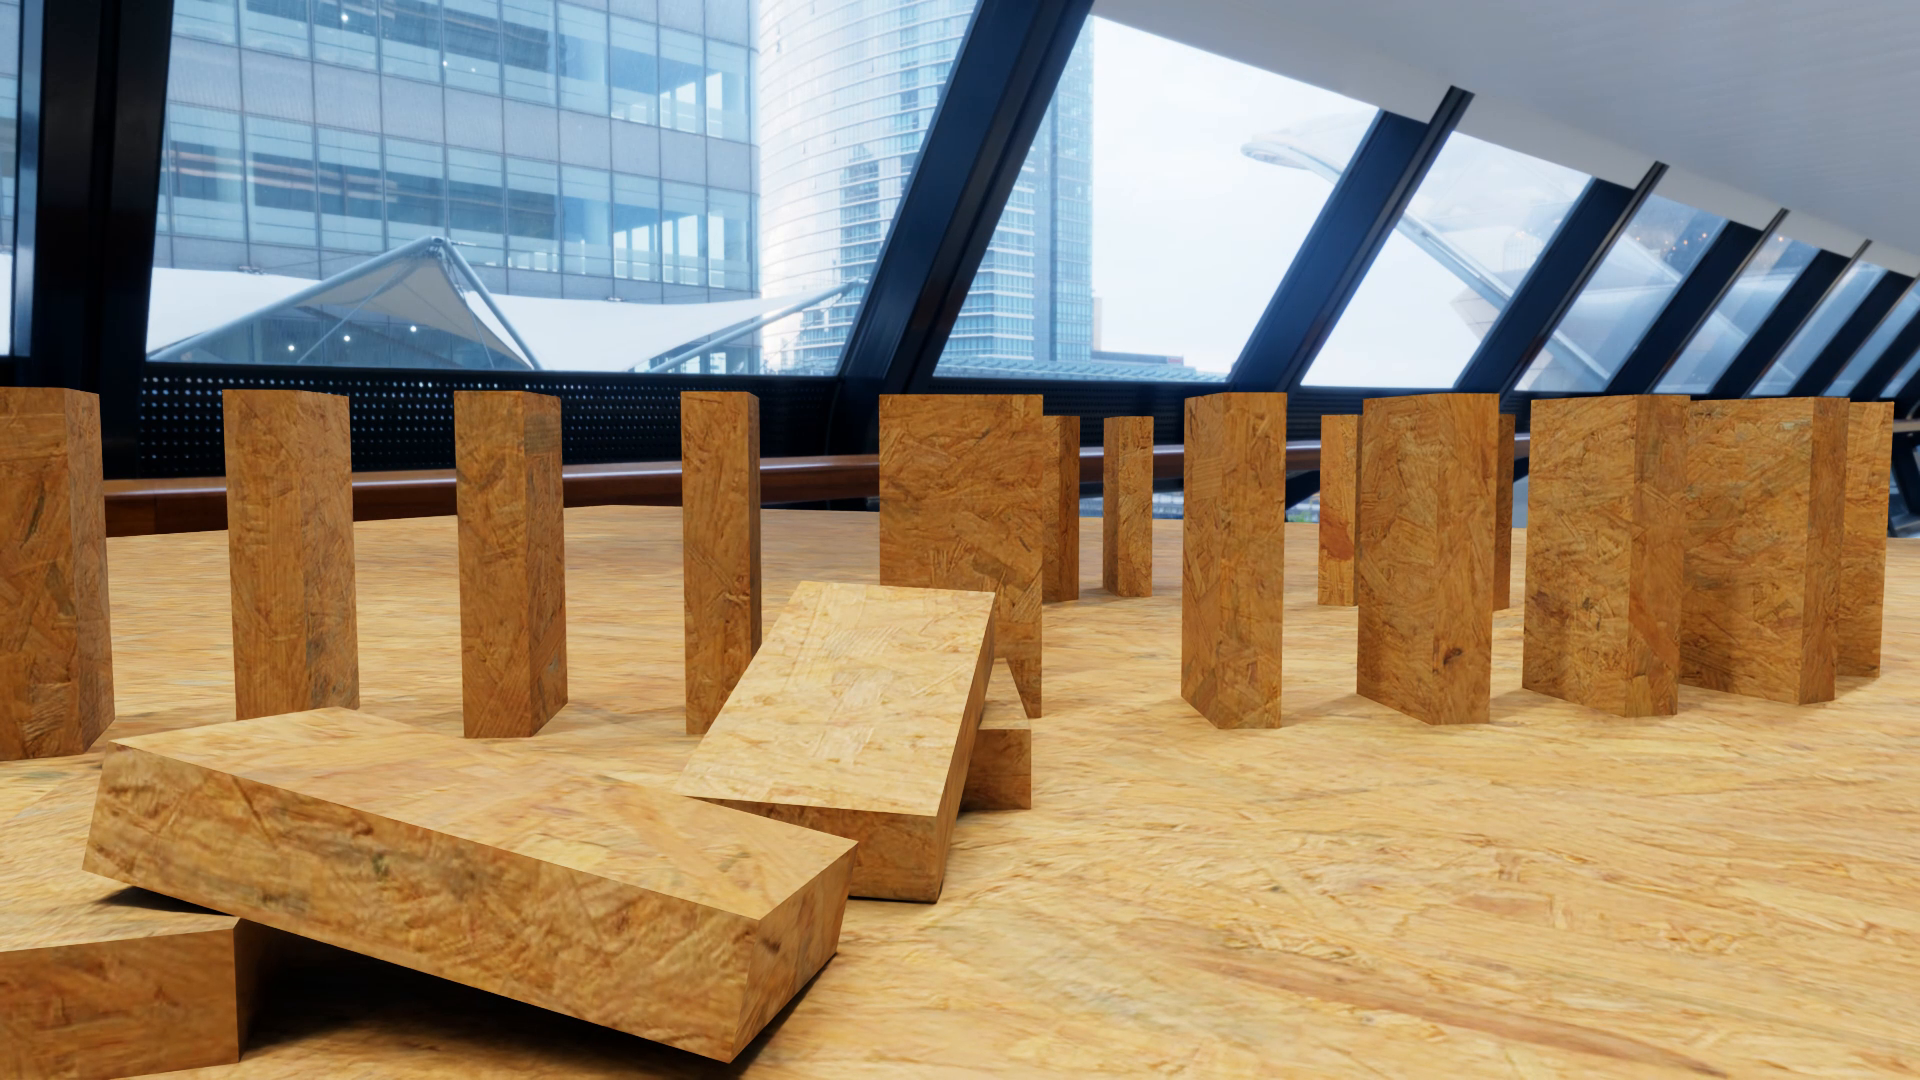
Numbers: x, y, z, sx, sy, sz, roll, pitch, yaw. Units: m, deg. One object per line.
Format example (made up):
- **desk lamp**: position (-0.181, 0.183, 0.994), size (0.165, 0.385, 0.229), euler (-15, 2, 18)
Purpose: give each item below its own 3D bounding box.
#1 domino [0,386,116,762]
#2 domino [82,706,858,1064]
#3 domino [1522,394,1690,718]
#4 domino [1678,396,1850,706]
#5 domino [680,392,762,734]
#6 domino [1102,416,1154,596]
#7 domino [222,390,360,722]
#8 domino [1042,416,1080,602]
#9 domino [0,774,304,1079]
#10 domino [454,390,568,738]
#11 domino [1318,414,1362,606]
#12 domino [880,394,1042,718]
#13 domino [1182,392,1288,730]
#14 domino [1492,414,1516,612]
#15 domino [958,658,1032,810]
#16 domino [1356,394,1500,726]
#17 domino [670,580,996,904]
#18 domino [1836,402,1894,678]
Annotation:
- **domino**: position (-0.130, 0.004, 0.183), size (0.009, 0.050, 0.025), euler (-2, 5, -25)
- **domino**: position (-0.036, 0.024, 0.100), size (0.050, 0.010, 0.025), euler (12, 1, 10)
- **domino**: position (0.105, 0.002, 0.211), size (0.009, 0.050, 0.025), euler (-1, 4, -12)
- **domino**: position (0.136, 0.001, 0.220), size (0.010, 0.050, 0.025), euler (-2, 5, -25)
- **domino**: position (-0.036, 0.003, 0.199), size (0.010, 0.050, 0.025), euler (0, 4, -5)
- **domino**: position (0.048, -0.010, 0.368), size (0.009, 0.050, 0.025), euler (0, 4, -3)
- **domino**: position (-0.100, 0.003, 0.192), size (0.010, 0.050, 0.025), euler (-1, 4, -10)
- **domino**: position (0.020, -0.009, 0.355), size (0.025, 0.050, 0.009), euler (4, 6, 40)
- **domino**: position (-0.069, 0.030, 0.108), size (0.025, 0.009, 0.050), euler (-1, 4, -17)
- **domino**: position (-0.068, 0.003, 0.196), size (0.009, 0.050, 0.025), euler (0, 4, -5)
- **domino**: position (0.106, -0.008, 0.346), size (0.010, 0.050, 0.025), euler (3, 5, 36)
- **domino**: position (0.000, 0.002, 0.202), size (0.025, 0.050, 0.009), euler (0, 4, -1)
- **domino**: position (0.043, 0.002, 0.202), size (0.009, 0.050, 0.025), euler (0, 4, -3)
- **domino**: position (0.130, -0.007, 0.326), size (0.025, 0.050, 0.009), euler (-4, 6, -44)
- **domino**: position (-0.005, 0.025, 0.174), size (0.025, 0.009, 0.050), euler (0, 4, -1)
- **domino**: position (0.074, 0.002, 0.205), size (0.009, 0.050, 0.025), euler (-1, 4, -8)
- **domino**: position (-0.011, 0.019, 0.142), size (0.025, 0.010, 0.050), euler (3, 22, 7)
- **domino**: position (0.158, -0.001, 0.242), size (0.025, 0.050, 0.009), euler (2, 5, 27)
